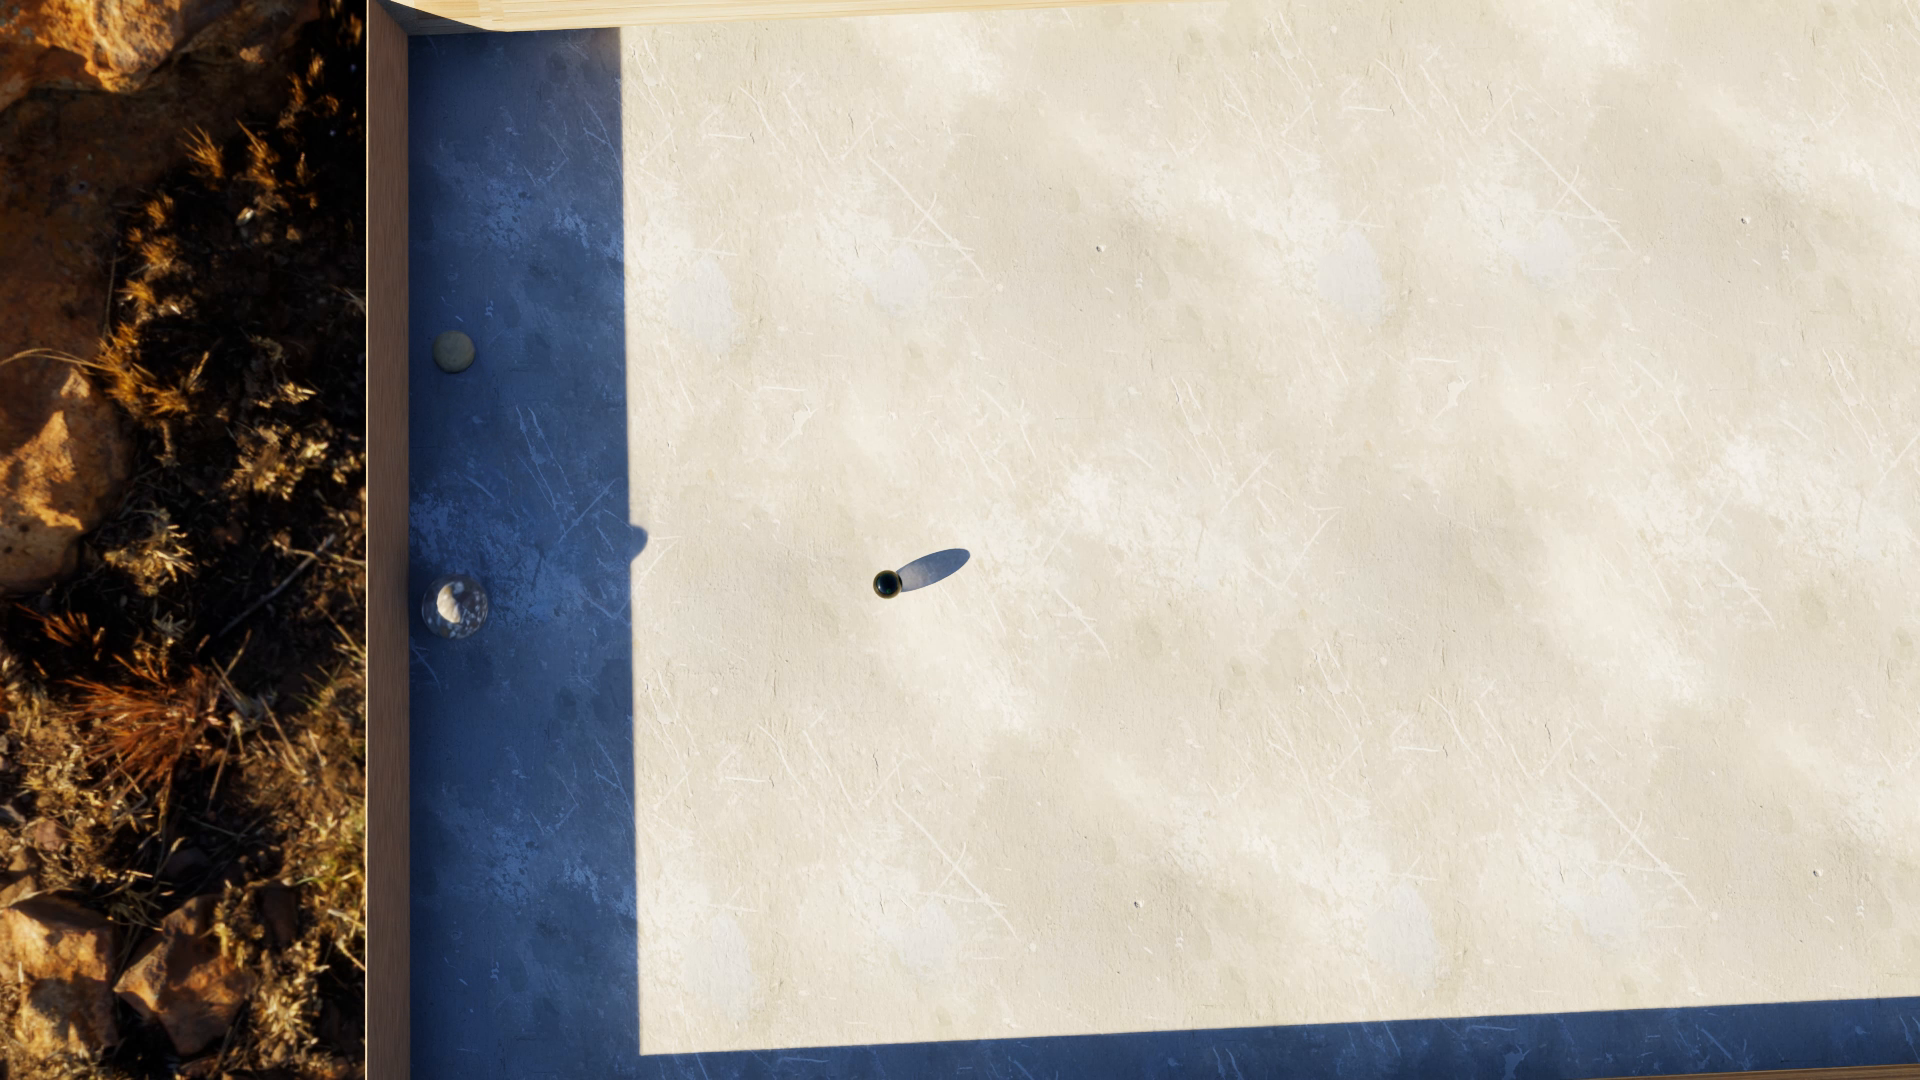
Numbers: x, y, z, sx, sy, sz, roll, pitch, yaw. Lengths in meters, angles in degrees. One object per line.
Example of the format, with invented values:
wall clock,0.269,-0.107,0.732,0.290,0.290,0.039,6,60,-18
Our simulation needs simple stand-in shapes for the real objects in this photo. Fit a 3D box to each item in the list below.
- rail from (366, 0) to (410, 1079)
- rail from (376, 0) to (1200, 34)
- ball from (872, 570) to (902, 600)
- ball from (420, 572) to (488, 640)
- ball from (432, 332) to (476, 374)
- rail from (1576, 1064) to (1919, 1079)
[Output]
rail,-0.837,0.031,3.247,0.045,0.128,1.735,-3,80,0
rail,0.822,-0.875,3.405,3.445,0.128,0.045,-3,80,0
ball,-0.108,0.067,3.284,0.045,0.045,0.045,0,80,0
ball,-0.747,0.097,3.251,0.098,0.098,0.098,0,80,0
ball,-0.768,-0.284,3.336,0.063,0.063,0.063,0,80,0
rail,0.898,0.786,3.115,3.445,0.128,0.045,-3,80,0
